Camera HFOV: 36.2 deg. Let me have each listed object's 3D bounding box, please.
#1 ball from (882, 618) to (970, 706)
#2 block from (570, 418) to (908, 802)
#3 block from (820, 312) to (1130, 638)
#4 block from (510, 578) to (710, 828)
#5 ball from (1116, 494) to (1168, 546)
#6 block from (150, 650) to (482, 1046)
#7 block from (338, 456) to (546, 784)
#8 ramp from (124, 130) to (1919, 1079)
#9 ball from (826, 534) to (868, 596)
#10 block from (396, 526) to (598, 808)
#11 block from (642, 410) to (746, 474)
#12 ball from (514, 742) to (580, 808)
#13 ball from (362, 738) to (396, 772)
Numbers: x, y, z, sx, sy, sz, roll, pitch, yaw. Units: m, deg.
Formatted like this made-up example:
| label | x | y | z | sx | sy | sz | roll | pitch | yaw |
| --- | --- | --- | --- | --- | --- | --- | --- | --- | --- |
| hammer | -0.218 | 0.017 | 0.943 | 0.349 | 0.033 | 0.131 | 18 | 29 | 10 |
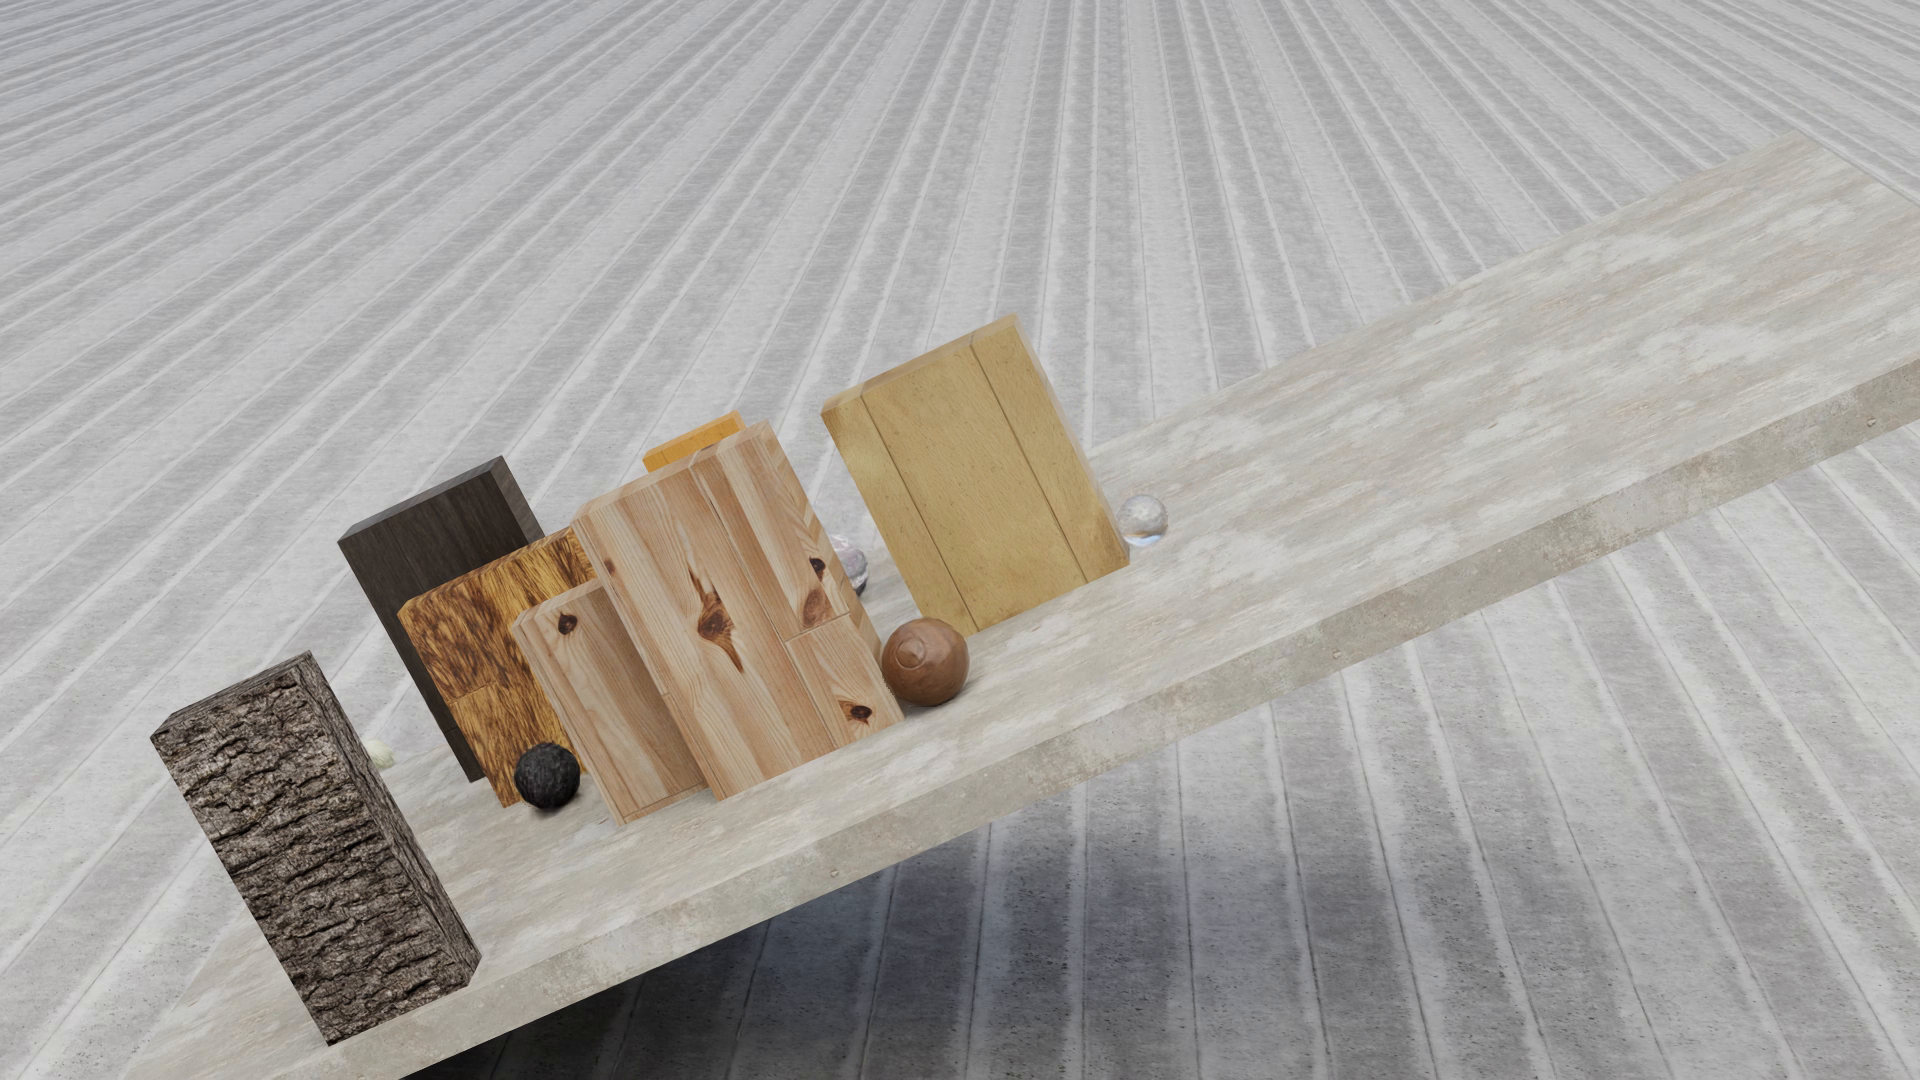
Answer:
| label | x | y | z | sx | sy | sz | roll | pitch | yaw |
| --- | --- | --- | --- | --- | --- | --- | --- | --- | --- |
| ball | -0.067 | 0.239 | 5.802 | 0.173 | 0.173 | 0.173 | 0 | 16 | 0 |
| block | -0.432 | 0.142 | 5.842 | 0.418 | 0.641 | 0.131 | -24 | 13 | 9 |
| block | 0.036 | -0.122 | 6.136 | 0.441 | 0.560 | 0.135 | -24 | 13 | 9 |
| block | -0.632 | 0.292 | 6.017 | 0.380 | 0.473 | 0.112 | -24 | 13 | 9 |
| ball | 0.382 | -0.041 | 6.154 | 0.110 | 0.110 | 0.110 | 0 | 16 | 0 |
| block | -1.207 | 0.583 | 5.540 | 0.302 | 0.685 | 0.135 | -24 | 13 | 9 |
| block | -1.117 | 0.189 | 6.932 | 0.406 | 0.657 | 0.143 | -24 | 13 | 9 |
| ramp | 0.137 | 0.168 | 6.282 | 4.000 | 0.100 | 2.000 | -24 | 13 | 9 |
| ball | -0.303 | 0.073 | 6.876 | 0.176 | 0.176 | 0.176 | 0 | 16 | 0 |
| block | -0.941 | 0.284 | 6.570 | 0.427 | 0.504 | 0.100 | -24 | 13 | 9 |
| block | -0.552 | -0.051 | 7.177 | 0.248 | 0.471 | 0.084 | -24 | 13 | 9 |
| ball | -0.897 | 0.513 | 6.402 | 0.143 | 0.143 | 0.143 | 0 | 16 | 0 |
| ball | -1.545 | 0.586 | 7.718 | 0.129 | 0.129 | 0.129 | 0 | 16 | 0 |
